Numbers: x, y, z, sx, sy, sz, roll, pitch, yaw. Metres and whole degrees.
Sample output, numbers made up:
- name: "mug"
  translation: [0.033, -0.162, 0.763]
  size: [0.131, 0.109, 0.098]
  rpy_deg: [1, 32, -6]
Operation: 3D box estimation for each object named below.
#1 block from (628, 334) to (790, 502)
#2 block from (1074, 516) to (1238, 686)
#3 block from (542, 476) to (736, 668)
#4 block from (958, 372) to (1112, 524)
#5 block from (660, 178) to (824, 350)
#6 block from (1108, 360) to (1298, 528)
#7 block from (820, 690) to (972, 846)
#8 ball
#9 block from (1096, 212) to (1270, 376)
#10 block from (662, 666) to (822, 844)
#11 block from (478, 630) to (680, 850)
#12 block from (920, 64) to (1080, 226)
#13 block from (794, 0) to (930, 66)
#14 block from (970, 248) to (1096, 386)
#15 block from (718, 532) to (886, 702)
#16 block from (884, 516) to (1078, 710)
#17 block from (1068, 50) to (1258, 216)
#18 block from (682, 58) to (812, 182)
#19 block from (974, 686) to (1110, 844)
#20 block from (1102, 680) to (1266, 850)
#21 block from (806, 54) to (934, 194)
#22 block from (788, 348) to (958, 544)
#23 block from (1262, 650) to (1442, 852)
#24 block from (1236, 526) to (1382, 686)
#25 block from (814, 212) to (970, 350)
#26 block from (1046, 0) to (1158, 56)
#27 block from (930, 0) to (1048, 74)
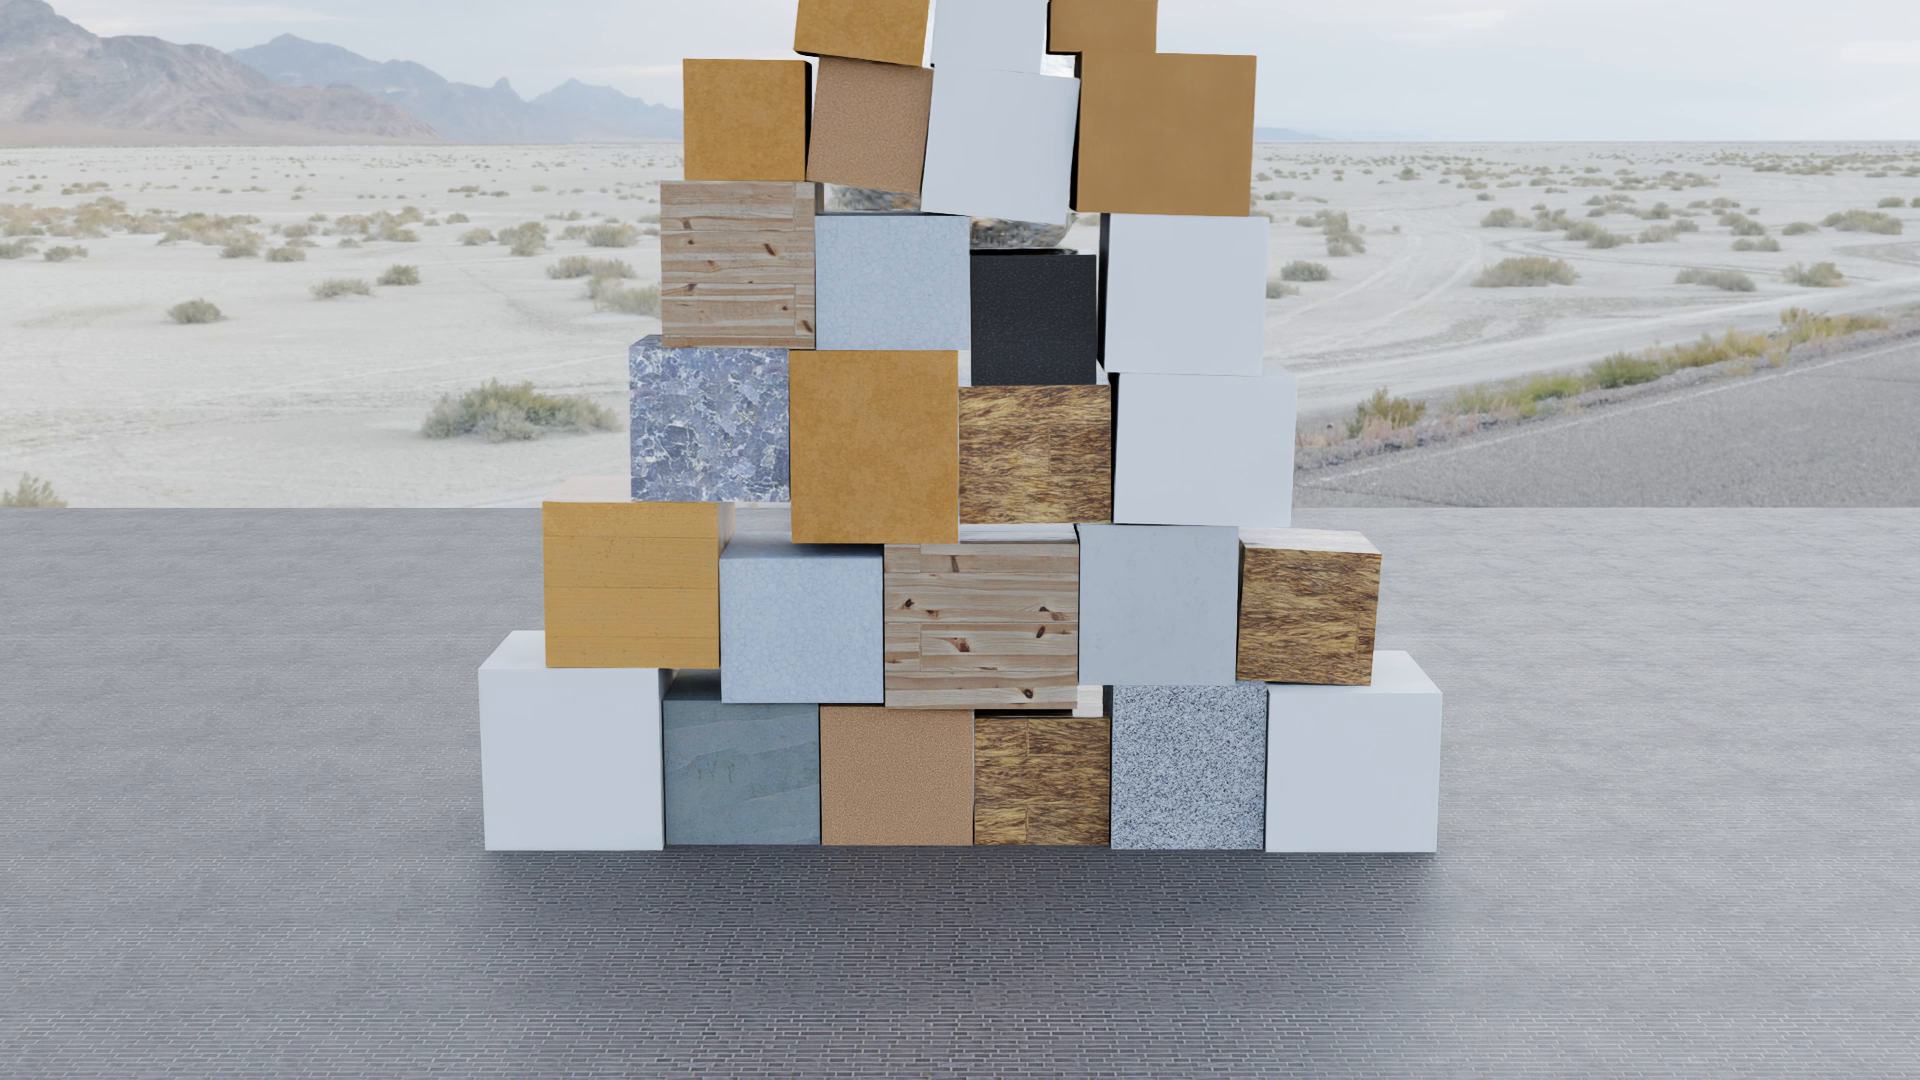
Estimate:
- name: "block"
  translation: [-1.220, -0.622, 11.054]
  size: [0.775, 0.754, 0.697]
  rpy_deg: [1, 10, 0]
- name: "block"
  translation: [0.977, 0.254, 11.214]
  size: [0.774, 0.802, 0.787]
  rpy_deg: [0, 10, 0]
- name: "block"
  translation: [-1.616, 0.149, 11.212]
  size: [0.855, 0.828, 0.851]
  rpy_deg: [1, 10, 0]
- name: "block"
  translation: [0.366, -0.473, 11.084]
  size: [0.744, 0.680, 0.653]
  rpy_deg: [-1, 10, 0]
- name: "block"
  translation: [-1.067, -1.387, 10.930]
  size: [0.737, 0.798, 0.737]
  rpy_deg: [1, 10, 0]
- name: "block"
  translation: [1.192, -0.507, 11.078]
  size: [0.861, 0.733, 0.830]
  rpy_deg: [1, 10, 0]
- name: "block"
  translation: [-0.317, 1.122, 11.381]
  size: [0.760, 0.720, 0.712]
  rpy_deg: [0, 10, 0]
- name: "ball"
  translation: [0.000, -2.288, 12.873]
  size: [1.600, 1.600, 1.600]
  rpy_deg: [0, 10, 0]
- name: "block"
  translation: [1.089, -1.245, 10.944]
  size: [0.762, 0.761, 0.755]
  rpy_deg: [1, 10, 0]
- name: "block"
  translation: [-1.095, 1.105, 11.398]
  size: [0.777, 0.748, 0.724]
  rpy_deg: [0, 10, 0]
- name: "block"
  translation: [-1.935, 1.018, 11.359]
  size: [0.886, 0.933, 0.869]
  rpy_deg: [0, 10, 0]
- name: "block"
  translation: [0.192, -1.948, 10.842]
  size: [0.697, 0.696, 0.676]
  rpy_deg: [6, 10, -1]
- name: "block"
  translation: [-0.452, -2.653, 10.688]
  size: [0.615, 0.637, 0.693]
  rpy_deg: [7, 10, -2]
- name: "block"
  translation: [0.357, -1.119, 10.968]
  size: [0.613, 0.631, 0.590]
  rpy_deg: [-1, 10, 0]
- name: "block"
  translation: [-0.783, 0.383, 11.241]
  size: [0.802, 0.729, 0.760]
  rpy_deg: [0, 10, 0]
- name: "block"
  translation: [0.105, 0.359, 11.246]
  size: [0.953, 0.832, 0.808]
  rpy_deg: [0, 10, 0]
- name: "block"
  translation: [0.978, -1.991, 10.800]
  size: [0.824, 0.754, 0.752]
  rpy_deg: [1, 10, 0]
- name: "block"
  translation: [-1.032, -2.055, 10.783]
  size: [0.579, 0.571, 0.589]
  rpy_deg: [1, 10, 0]
- name: "block"
  translation: [0.411, 1.155, 11.379]
  size: [0.676, 0.656, 0.687]
  rpy_deg: [0, 10, 0]
- name: "block"
  translation: [1.139, 1.064, 11.355]
  size: [0.759, 0.843, 0.812]
  rpy_deg: [0, 10, 0]
- name: "block"
  translation: [-0.433, -2.038, 10.800]
  size: [0.551, 0.599, 0.543]
  rpy_deg: [7, 10, -1]
- name: "block"
  translation: [-0.419, -0.517, 11.092]
  size: [0.818, 0.947, 0.753]
  rpy_deg: [0, 10, 0]
- name: "block"
  translation: [1.954, 1.075, 11.368]
  size: [0.851, 0.817, 0.923]
  rpy_deg: [0, 10, 0]
- name: "block"
  translation: [1.733, 0.326, 11.235]
  size: [0.674, 0.672, 0.629]
  rpy_deg: [3, 10, 0]
- name: "block"
  translation: [-0.324, -1.303, 10.964]
  size: [0.743, 0.643, 0.736]
  rpy_deg: [0, 10, 0]
- name: "block"
  translation: [0.688, -2.615, 10.710]
  size: [0.509, 0.491, 0.480]
  rpy_deg: [1, 10, 0]
- name: "block"
  translation: [0.149, -2.593, 10.689]
  size: [0.528, 0.613, 0.563]
  rpy_deg: [5, 10, -1]
